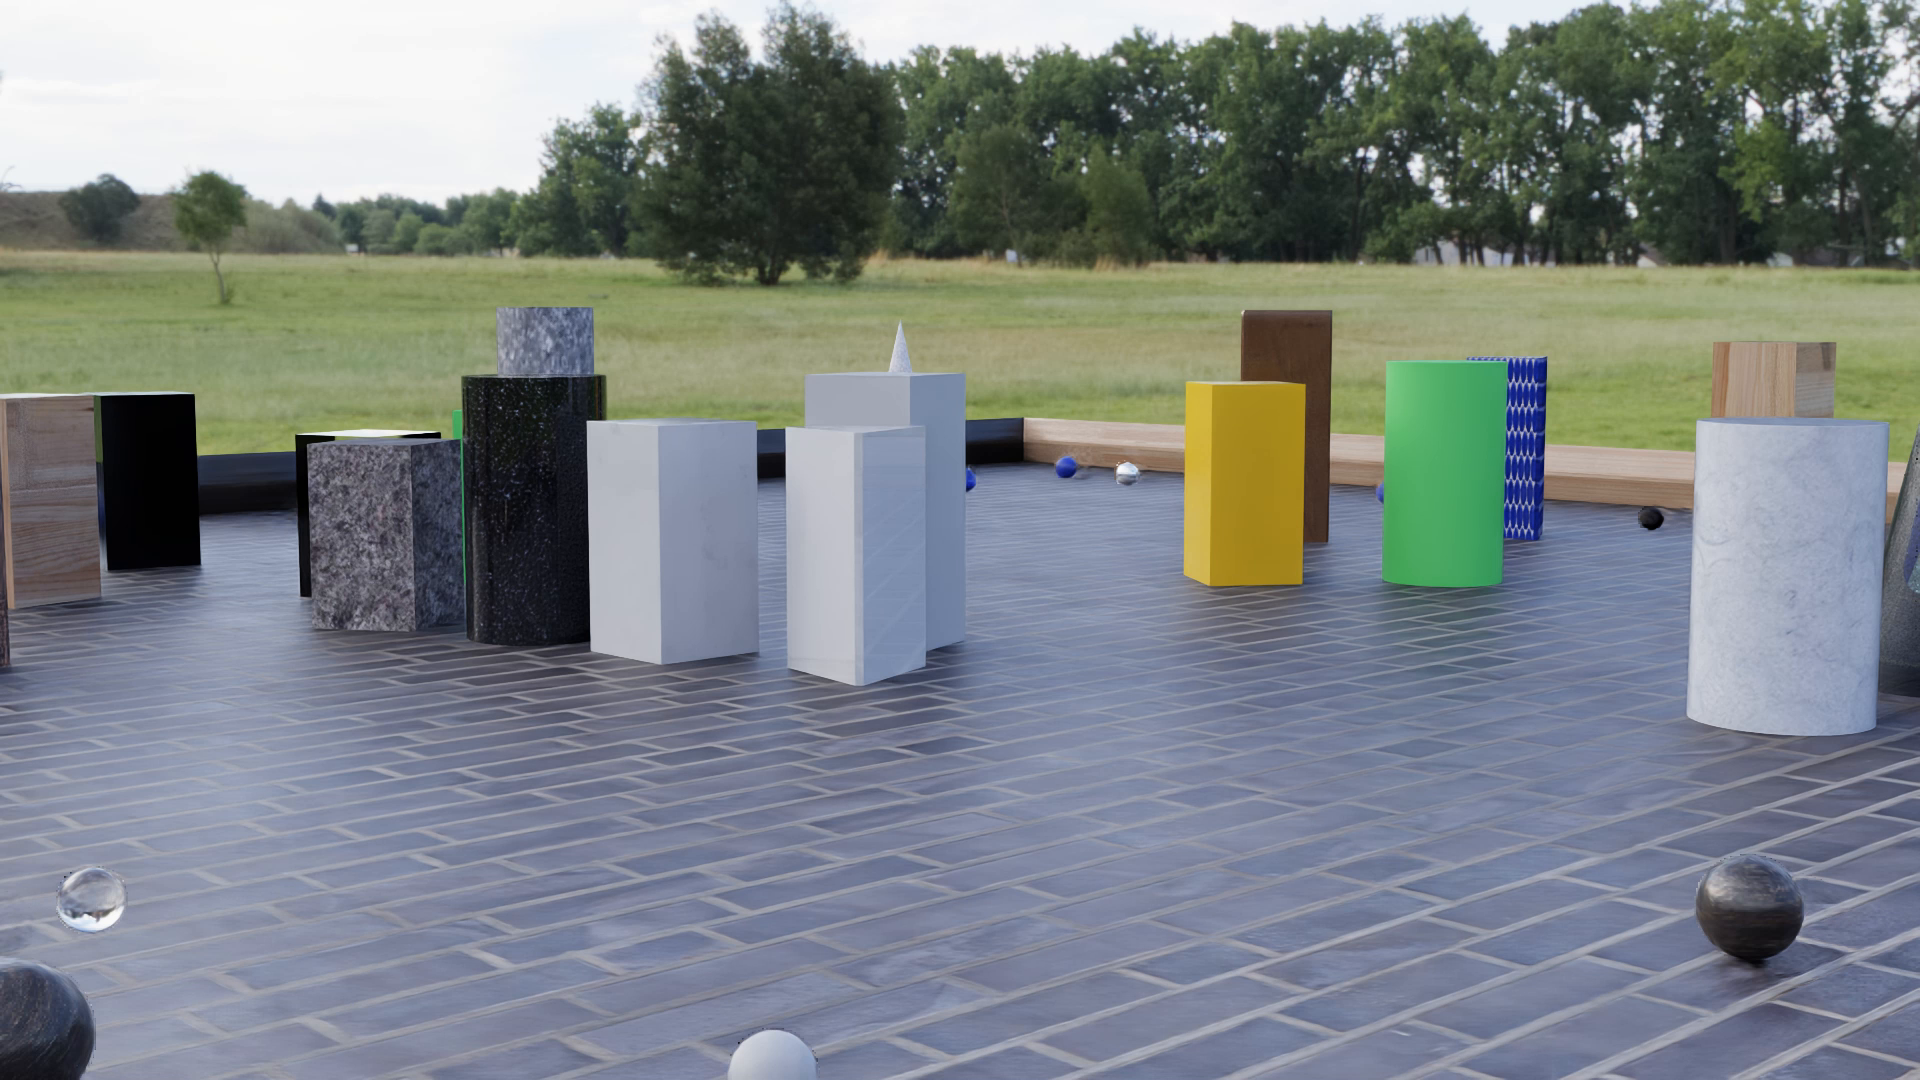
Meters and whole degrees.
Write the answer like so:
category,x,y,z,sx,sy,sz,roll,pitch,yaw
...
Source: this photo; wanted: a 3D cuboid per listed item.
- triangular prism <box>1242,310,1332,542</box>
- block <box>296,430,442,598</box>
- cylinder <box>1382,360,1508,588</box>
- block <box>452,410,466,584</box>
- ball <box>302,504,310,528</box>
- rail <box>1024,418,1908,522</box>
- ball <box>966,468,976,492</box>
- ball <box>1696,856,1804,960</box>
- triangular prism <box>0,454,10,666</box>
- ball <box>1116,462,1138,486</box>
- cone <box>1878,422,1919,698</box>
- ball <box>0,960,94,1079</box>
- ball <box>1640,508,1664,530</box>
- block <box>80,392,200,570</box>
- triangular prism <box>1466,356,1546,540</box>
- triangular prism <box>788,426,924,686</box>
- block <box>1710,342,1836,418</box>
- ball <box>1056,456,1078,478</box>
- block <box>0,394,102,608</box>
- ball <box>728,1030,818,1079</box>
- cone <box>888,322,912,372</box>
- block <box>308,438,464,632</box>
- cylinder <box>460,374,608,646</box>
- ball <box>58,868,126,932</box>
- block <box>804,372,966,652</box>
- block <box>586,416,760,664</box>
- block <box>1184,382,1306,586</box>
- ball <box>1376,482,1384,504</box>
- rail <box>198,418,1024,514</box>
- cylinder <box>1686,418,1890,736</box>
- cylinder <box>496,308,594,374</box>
category,x,y,z,sx,sy,sz,roll,pitch,yaw
triangular prism,0.633,-0.225,4.286,0.169,0.443,0.146,1,6,8
block,-0.923,-0.041,3.448,0.156,0.253,0.156,3,7,26
cylinder,0.797,-0.113,3.620,0.195,0.360,0.195,0,6,0
block,-0.728,-0.076,3.638,0.156,0.282,0.156,2,6,14
ball,-1.279,-0.048,4.397,0.068,0.068,0.068,0,6,0
rail,1.665,-0.127,4.860,0.045,0.127,4.407,-5,8,-42
ball,0.010,-0.147,5.379,0.060,0.060,0.060,0,6,0
ball,0.543,0.253,1.512,0.070,0.070,0.070,0,6,0
triangular prism,-1.255,-0.073,2.700,0.146,0.472,0.169,-4,7,-33
ball,0.424,-0.166,5.572,0.059,0.059,0.059,0,6,0
cone,1.159,-0.056,2.588,0.195,0.461,0.195,0,6,0
ball,-0.524,0.276,1.211,0.088,0.088,0.088,0,6,0
ball,1.404,-0.044,4.465,0.045,0.045,0.045,0,6,0
block,-1.437,-0.108,3.858,0.156,0.299,0.156,-4,7,-33
triangular prism,1.113,-0.186,4.352,0.146,0.352,0.169,-6,8,-42
triangular prism,-0.106,0.012,2.706,0.146,0.301,0.169,-4,7,-34
block,1.472,-0.165,3.991,0.156,0.386,0.156,-6,8,-44
ball,0.281,-0.191,5.809,0.059,0.059,0.059,0,6,0
block,-1.442,-0.064,3.374,0.156,0.314,0.156,3,7,29
ball,-0.103,0.295,1.212,0.049,0.049,0.049,0,6,0
cone,-0.119,-0.231,4.424,0.195,0.426,0.195,0,6,0
block,-0.814,-0.011,3.129,0.156,0.258,0.156,1,6,13
cylinder,-0.577,-0.046,3.000,0.195,0.355,0.195,0,6,0
ball,-0.623,0.258,1.578,0.046,0.046,0.046,0,6,0
block,-0.098,-0.040,2.924,0.156,0.360,0.156,3,7,27
block,-0.373,-0.004,2.861,0.156,0.301,0.156,-6,8,-43
block,0.467,-0.096,3.627,0.156,0.325,0.156,-1,6,-10
ball,0.982,-0.109,5.045,0.054,0.054,0.054,0,6,0
rail,-1.478,-0.134,4.925,4.579,0.127,0.045,-5,8,-42
cylinder,0.896,0.034,2.387,0.195,0.325,0.195,0,6,0
cylinder,-0.847,-0.252,4.512,0.195,0.450,0.195,0,6,0
